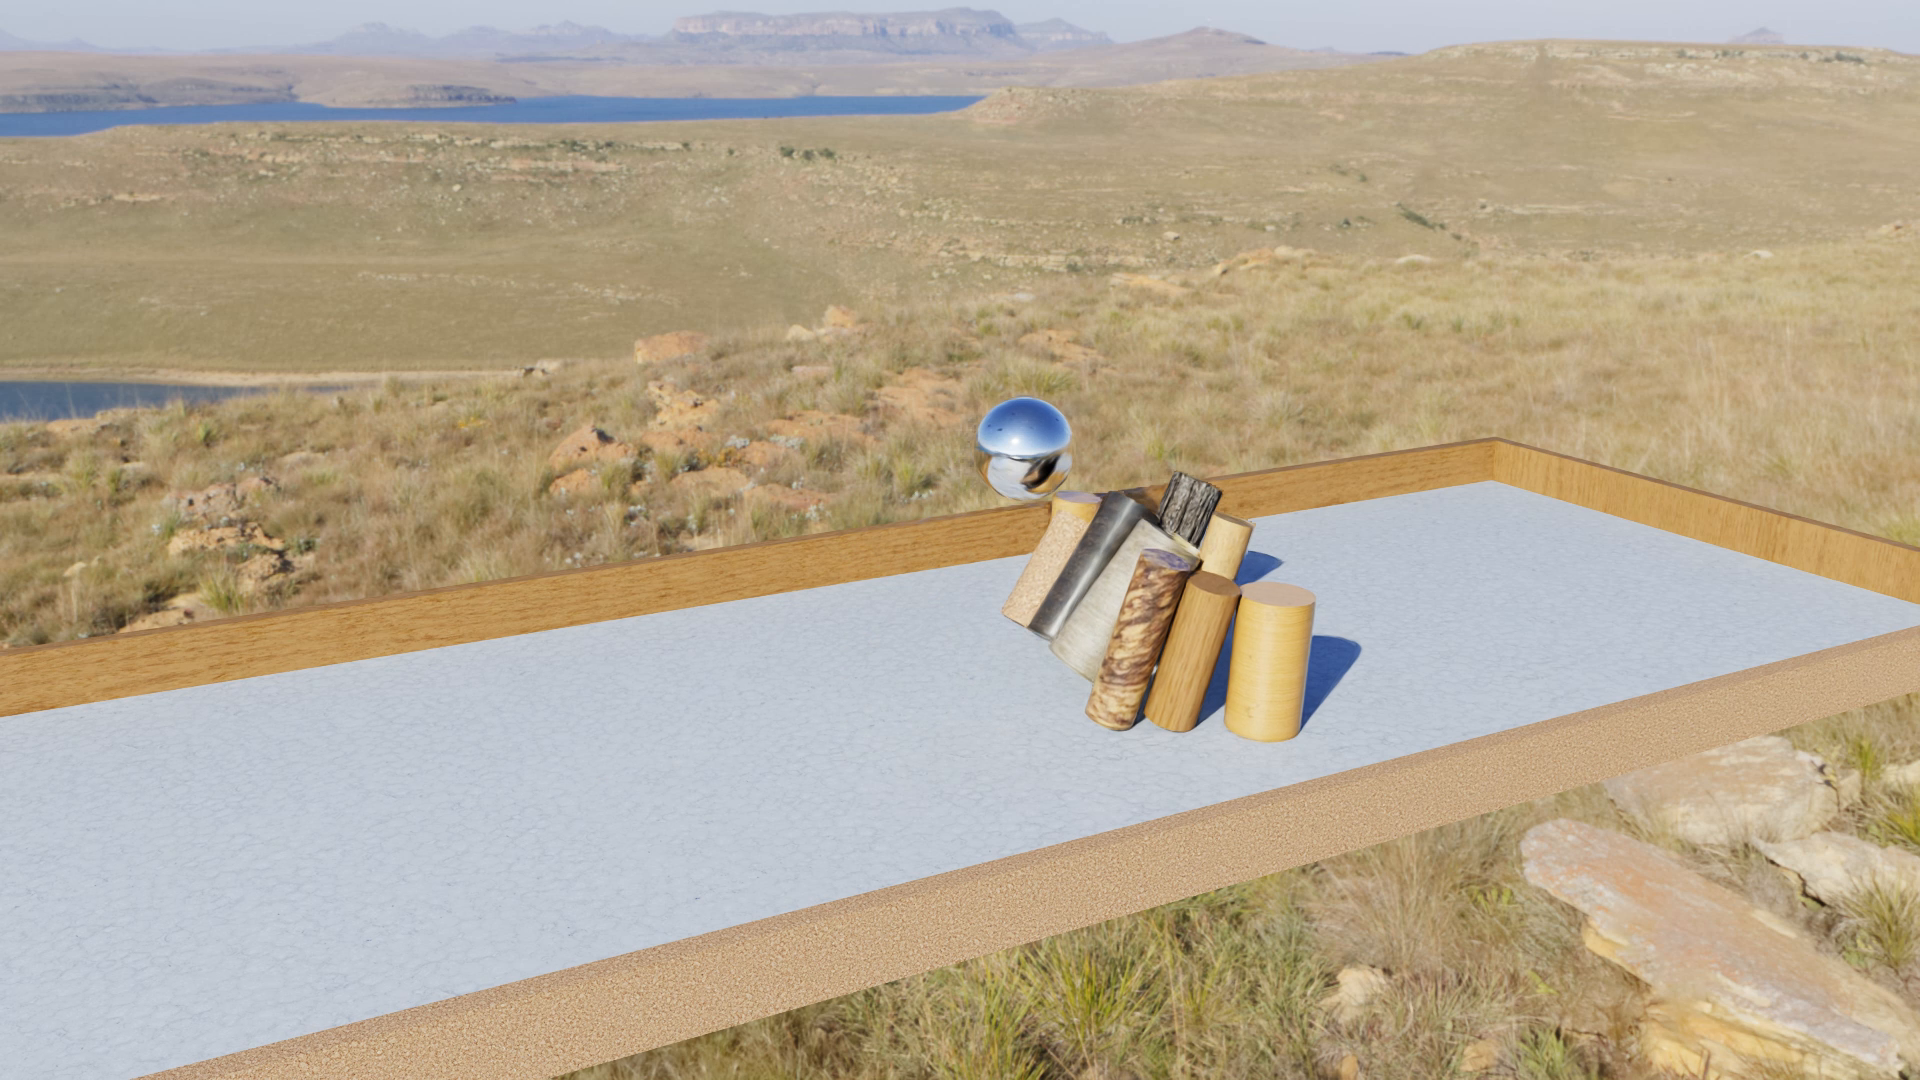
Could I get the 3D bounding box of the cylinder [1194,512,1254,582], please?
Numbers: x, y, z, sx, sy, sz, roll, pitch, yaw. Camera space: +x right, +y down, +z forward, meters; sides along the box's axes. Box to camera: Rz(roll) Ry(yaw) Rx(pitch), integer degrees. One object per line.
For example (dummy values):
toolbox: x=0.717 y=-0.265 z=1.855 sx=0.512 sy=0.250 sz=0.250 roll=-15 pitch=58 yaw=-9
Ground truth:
cylinder: x=0.613 y=0.144 z=4.106 sx=0.107 sy=0.414 sz=0.107 roll=17 pitch=11 yaw=-3

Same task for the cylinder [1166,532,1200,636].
cylinder: x=0.506 y=0.153 z=4.230 sx=0.156 sy=0.319 sz=0.156 roll=40 pitch=2 yaw=-1

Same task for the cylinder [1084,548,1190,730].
cylinder: x=0.408 y=0.231 z=3.805 sx=0.118 sy=0.415 sz=0.118 roll=15 pitch=20 yaw=-6

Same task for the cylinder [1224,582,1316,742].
cylinder: x=0.714 y=0.279 z=3.810 sx=0.177 sy=0.327 sz=0.177 roll=3 pitch=17 yaw=-1

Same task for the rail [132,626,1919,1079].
rail: x=-2.336 y=1.006 z=1.665 sx=12.000 sy=0.150 sz=0.050 roll=-9 pitch=18 yaw=-27

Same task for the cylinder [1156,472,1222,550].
cylinder: x=0.543 y=0.049 z=4.376 sx=0.139 sy=0.443 sz=0.139 roll=24 pitch=2 yaw=-1

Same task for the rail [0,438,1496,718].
rail: x=-3.305 y=0.497 z=3.399 sx=12.000 sy=0.150 sz=0.050 roll=-9 pitch=18 yaw=-27

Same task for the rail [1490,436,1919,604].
rail: x=2.466 y=-0.048 z=5.253 sx=0.050 sy=0.150 sz=2.100 roll=-9 pitch=18 yaw=-27

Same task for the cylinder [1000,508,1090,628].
cylinder: x=0.250 y=0.092 z=4.419 sx=0.150 sy=0.319 sz=0.150 roll=29 pitch=-3 yaw=2

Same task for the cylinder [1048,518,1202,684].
cylinder: x=0.406 y=0.156 z=4.071 sx=0.179 sy=0.396 sz=0.179 roll=35 pitch=7 yaw=-5

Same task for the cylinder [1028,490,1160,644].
cylinder: x=0.349 y=0.089 z=4.295 sx=0.154 sy=0.419 sz=0.154 roll=31 pitch=-5 yaw=3

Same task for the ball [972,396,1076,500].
ball: x=0.179 y=-0.253 z=4.582 sx=0.289 sy=0.289 sz=0.289 roll=0 pitch=16 yaw=0

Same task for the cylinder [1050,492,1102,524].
cylinder: x=0.309 y=0.043 z=4.595 sx=0.134 sy=0.336 sz=0.134 roll=5 pitch=15 yaw=-1

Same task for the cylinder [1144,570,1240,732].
cylinder: x=0.534 y=0.258 z=3.810 sx=0.126 sy=0.355 sz=0.126 roll=13 pitch=22 yaw=-5
